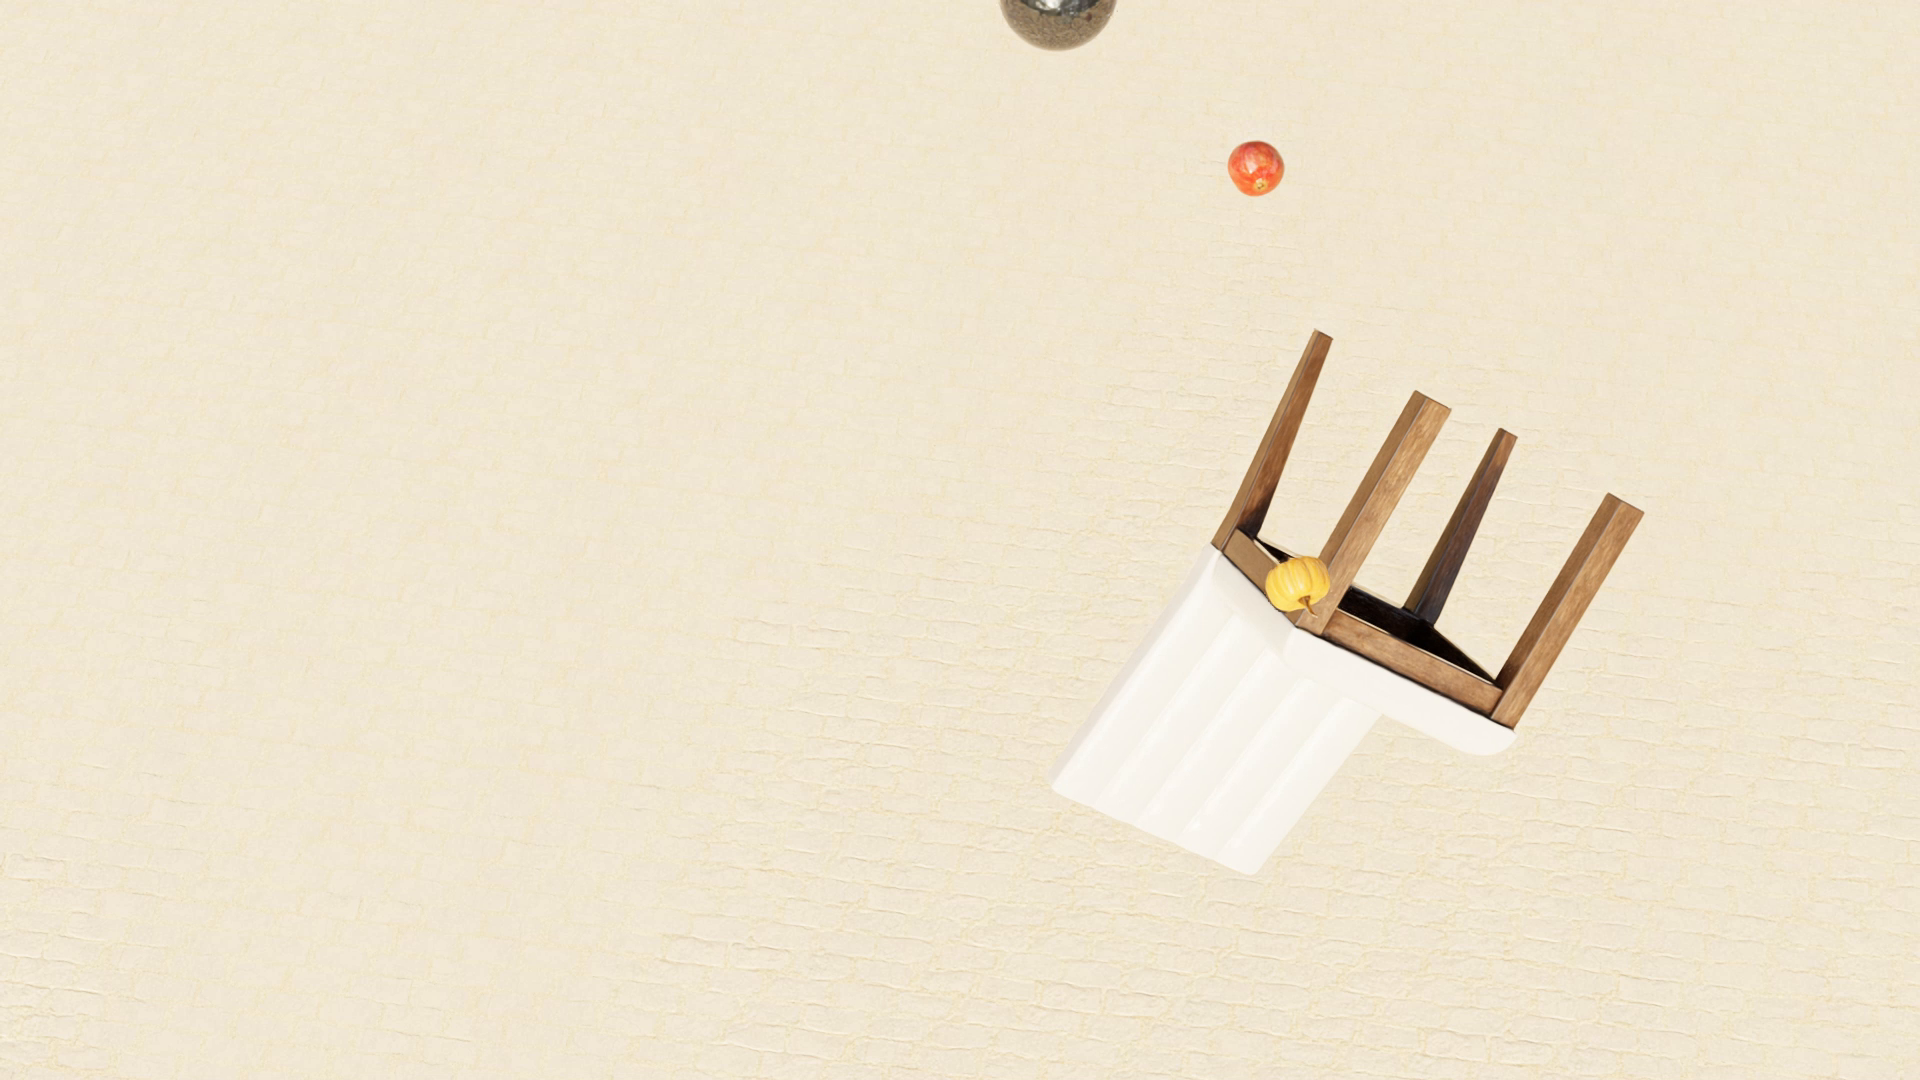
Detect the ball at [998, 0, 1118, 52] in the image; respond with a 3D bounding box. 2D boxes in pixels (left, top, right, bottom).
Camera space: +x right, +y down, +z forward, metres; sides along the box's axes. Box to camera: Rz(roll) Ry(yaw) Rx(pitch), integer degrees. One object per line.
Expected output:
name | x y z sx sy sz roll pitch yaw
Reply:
ball | 0.199 -1.119 4.468 0.248 0.248 0.248 0 56 0
